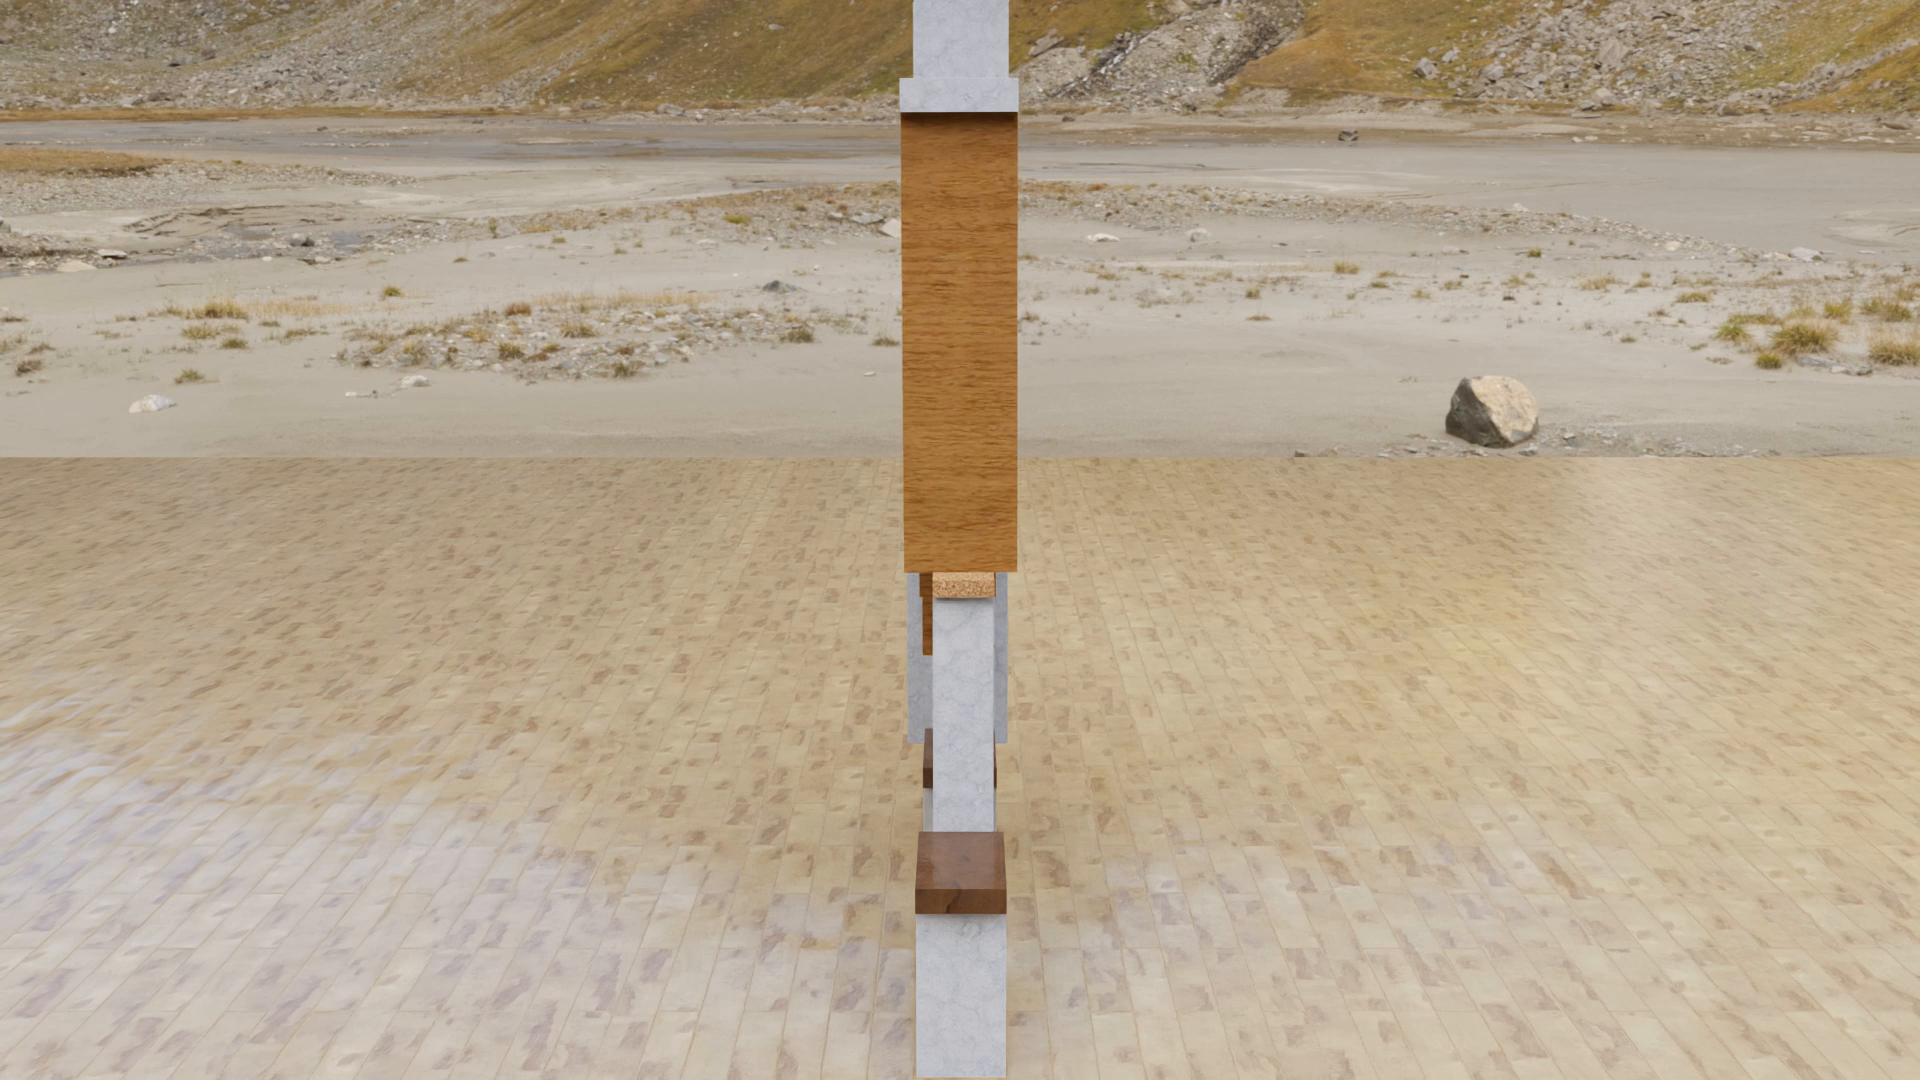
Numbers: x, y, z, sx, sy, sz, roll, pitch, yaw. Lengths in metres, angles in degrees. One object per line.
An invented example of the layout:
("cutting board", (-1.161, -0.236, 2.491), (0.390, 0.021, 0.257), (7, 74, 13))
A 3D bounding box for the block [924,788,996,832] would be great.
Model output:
("block", (0.000, 0.498, 3.524), (0.117, 0.233, 0.033), (0, 11, 0))

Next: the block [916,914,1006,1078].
("block", (0.002, 0.601, 2.951), (0.120, 0.240, 0.034), (0, 11, 0))

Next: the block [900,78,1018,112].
("block", (-0.001, -0.624, 3.095), (0.159, 0.045, 0.318), (0, 10, 0))

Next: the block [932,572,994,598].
("block", (0.005, 0.052, 3.120), (0.085, 0.024, 0.170), (0, 10, 0))

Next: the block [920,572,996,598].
("block", (-0.004, -0.091, 3.223), (0.112, 0.350, 0.032), (0, 11, 0))

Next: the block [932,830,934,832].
("block", (-0.005, 0.476, 3.398), (0.076, 0.021, 0.151), (0, 11, 0))

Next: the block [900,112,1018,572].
("block", (0.000, -0.270, 3.053), (0.159, 0.634, 0.045), (0, 10, 0))

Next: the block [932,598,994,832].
("block", (0.005, 0.378, 3.123), (0.085, 0.617, 0.024), (0, 11, 0))

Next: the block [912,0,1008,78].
("block", (0.002, -0.644, 3.519), (0.151, 0.501, 0.043), (0, 11, 0))

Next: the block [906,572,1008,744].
("block", (-0.004, 0.174, 3.709), (0.169, 0.338, 0.048), (0, 11, 0))

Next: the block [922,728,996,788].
("block", (0.000, 0.353, 3.576), (0.117, 0.033, 0.233), (0, 11, 0))

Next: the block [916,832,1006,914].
("block", (0.001, 0.452, 3.002), (0.120, 0.034, 0.240), (0, 11, 0))

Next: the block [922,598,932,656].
("block", (-0.004, 0.068, 3.408), (0.109, 0.219, 0.031), (0, 10, 0))
